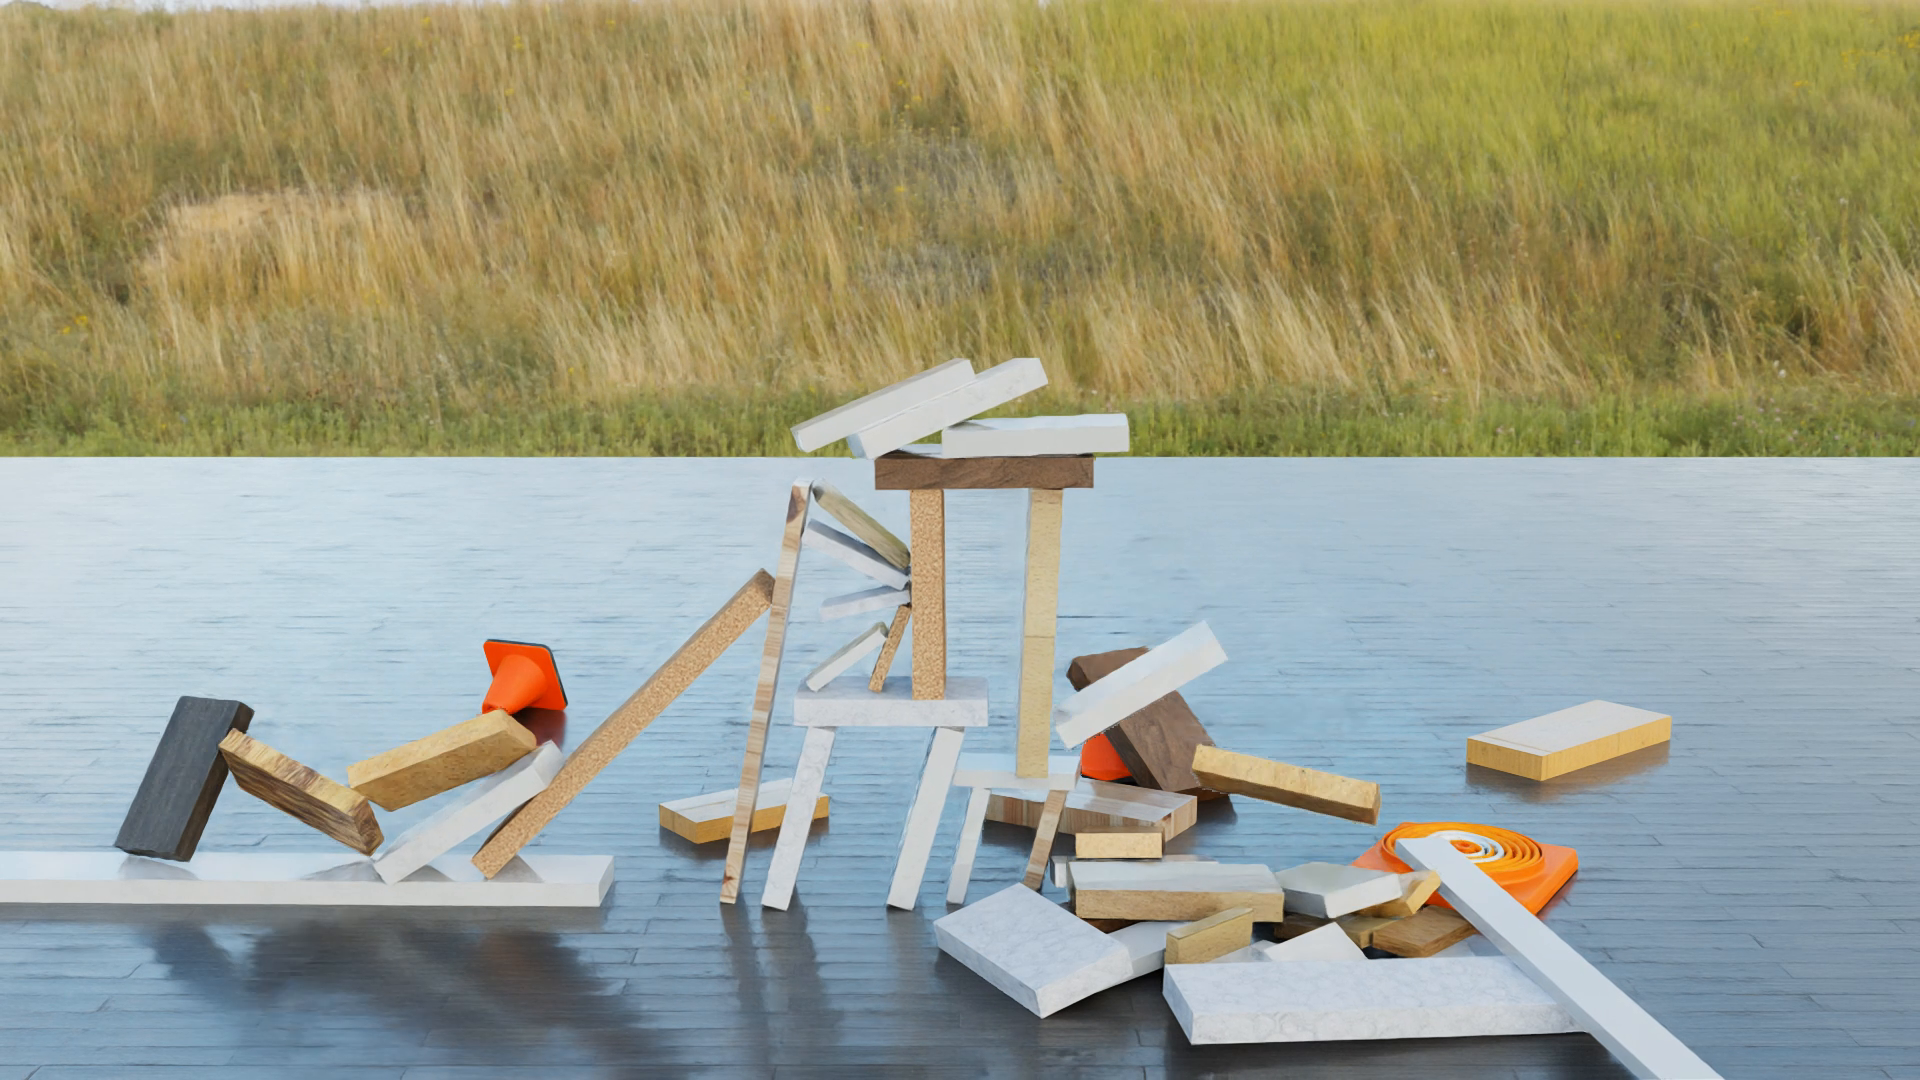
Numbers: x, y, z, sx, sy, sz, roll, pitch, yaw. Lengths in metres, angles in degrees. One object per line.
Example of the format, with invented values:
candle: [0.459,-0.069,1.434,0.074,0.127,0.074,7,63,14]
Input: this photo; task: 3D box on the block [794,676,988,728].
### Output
block: [-0.110,0.264,3.604,0.310,0.044,0.155,0,11,1]

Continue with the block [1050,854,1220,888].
block: [0.284,0.541,3.599,0.265,0.038,0.133,0,-3,-2]

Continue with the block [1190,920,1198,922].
block: [0.348,0.608,3.499,0.096,0.027,0.193,4,11,20]

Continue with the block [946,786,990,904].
block: [0.015,0.491,3.649,0.028,0.200,0.100,13,11,0]

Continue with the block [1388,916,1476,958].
block: [0.725,0.629,3.380,0.103,0.029,0.206,0,11,0]

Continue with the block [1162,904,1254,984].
block: [0.374,0.613,3.307,0.172,0.086,0.024,-10,19,-43]

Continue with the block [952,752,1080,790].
block: [0.094,0.381,3.616,0.200,0.028,0.100,1,11,8]

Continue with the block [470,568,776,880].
block: [-0.552,0.302,3.643,0.661,0.045,0.158,-44,6,8]

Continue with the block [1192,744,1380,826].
block: [0.530,0.397,3.561,0.291,0.041,0.145,11,-15,16]

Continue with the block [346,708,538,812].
block: [-0.863,0.370,3.679,0.279,0.040,0.139,-21,-27,5]

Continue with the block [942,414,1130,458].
block: [0.121,-0.166,3.499,0.291,0.041,0.145,-2,10,3]

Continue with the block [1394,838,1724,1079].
block: [0.896,0.656,3.018,0.085,0.024,1.279,0,14,-13]

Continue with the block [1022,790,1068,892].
block: [0.142,0.492,3.647,0.028,0.200,0.100,16,12,6]

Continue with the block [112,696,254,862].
block: [-1.325,0.406,3.758,0.141,0.282,0.040,2,-29,27]

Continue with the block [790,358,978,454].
block: [-0.125,-0.219,3.563,0.297,0.038,0.133,-23,9,-7]

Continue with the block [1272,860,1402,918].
block: [0.578,0.558,3.519,0.133,0.038,0.266,-13,0,-20]

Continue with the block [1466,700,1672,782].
block: [1.254,0.407,4.515,0.461,0.050,0.177,-9,14,-40]

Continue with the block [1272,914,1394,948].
block: [0.583,0.607,3.433,0.086,0.024,0.172,-9,4,-41]

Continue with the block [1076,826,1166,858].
block: [0.276,0.513,3.741,0.140,0.040,0.304,-1,-5,6]

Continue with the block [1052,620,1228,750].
block: [0.287,0.232,3.551,0.291,0.041,0.145,-30,8,4]

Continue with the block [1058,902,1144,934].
block: [0.247,0.587,3.465,0.193,0.027,0.096,-6,12,-27]

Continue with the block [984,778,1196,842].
block: [0.237,0.493,4.054,0.355,0.050,0.177,6,12,30]

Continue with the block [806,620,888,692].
block: [-0.183,0.189,3.594,0.149,0.021,0.074,-36,8,7]

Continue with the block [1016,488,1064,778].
block: [0.127,0.135,3.568,0.049,0.469,0.171,3,10,0]

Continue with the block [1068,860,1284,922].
block: [0.334,0.549,3.443,0.319,0.045,0.159,1,7,-2]

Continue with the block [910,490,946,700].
block: [-0.051,0.072,3.574,0.049,0.343,0.171,0,10,1]

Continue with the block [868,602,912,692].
block: [-0.112,0.170,3.589,0.021,0.148,0.074,21,10,-3]

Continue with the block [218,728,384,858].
block: [-1.113,0.428,3.721,0.282,0.141,0.040,24,57,17]

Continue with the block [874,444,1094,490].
block: [0.042,-0.119,3.523,0.343,0.049,0.171,0,10,3]

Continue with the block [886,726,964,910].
block: [-0.055,0.438,3.636,0.044,0.311,0.155,16,10,-2]

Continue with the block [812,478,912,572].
block: [-0.159,-0.025,3.566,0.182,0.026,0.091,39,7,-16]

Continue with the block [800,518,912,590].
block: [-0.169,0.023,3.575,0.182,0.026,0.091,26,10,-3]

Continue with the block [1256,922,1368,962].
block: [0.529,0.629,3.275,0.172,0.024,0.086,-10,47,-43]

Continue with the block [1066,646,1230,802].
block: [0.369,0.359,4.249,0.177,0.050,0.355,-7,47,-32]

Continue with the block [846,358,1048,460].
block: [-0.025,-0.214,3.553,0.315,0.045,0.158,-24,9,-9]

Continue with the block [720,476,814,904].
block: [-0.317,0.247,3.601,0.026,0.706,0.091,11,10,0]

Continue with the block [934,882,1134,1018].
block: [0.106,0.614,3.315,0.159,0.045,0.319,-21,18,-24]

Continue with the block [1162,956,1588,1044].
block: [0.605,0.651,3.126,0.609,0.045,0.159,0,14,-10]

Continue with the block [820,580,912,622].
block: [-0.152,0.099,3.582,0.148,0.021,0.074,-12,10,5]

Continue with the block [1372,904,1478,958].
block: [0.717,0.602,3.378,0.085,0.024,0.169,10,14,43]

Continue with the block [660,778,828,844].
block: [-0.398,0.498,4.057,0.279,0.040,0.139,-8,13,-35]

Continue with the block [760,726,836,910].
block: [-0.263,0.438,3.637,0.044,0.311,0.155,15,10,-3]

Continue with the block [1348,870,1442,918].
block: [0.676,0.565,3.484,0.085,0.024,0.169,-39,9,-34]

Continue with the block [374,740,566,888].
block: [-0.808,0.450,3.635,0.315,0.045,0.157,-32,8,7]

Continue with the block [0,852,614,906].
block: [-1.450,0.566,3.691,1.719,0.040,0.141,0,11,1]

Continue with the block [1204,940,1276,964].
block: [0.428,0.648,3.276,0.206,0.029,0.103,-10,14,-43]

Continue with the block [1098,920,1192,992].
block: [0.265,0.622,3.331,0.206,0.029,0.103,-15,16,-25]
